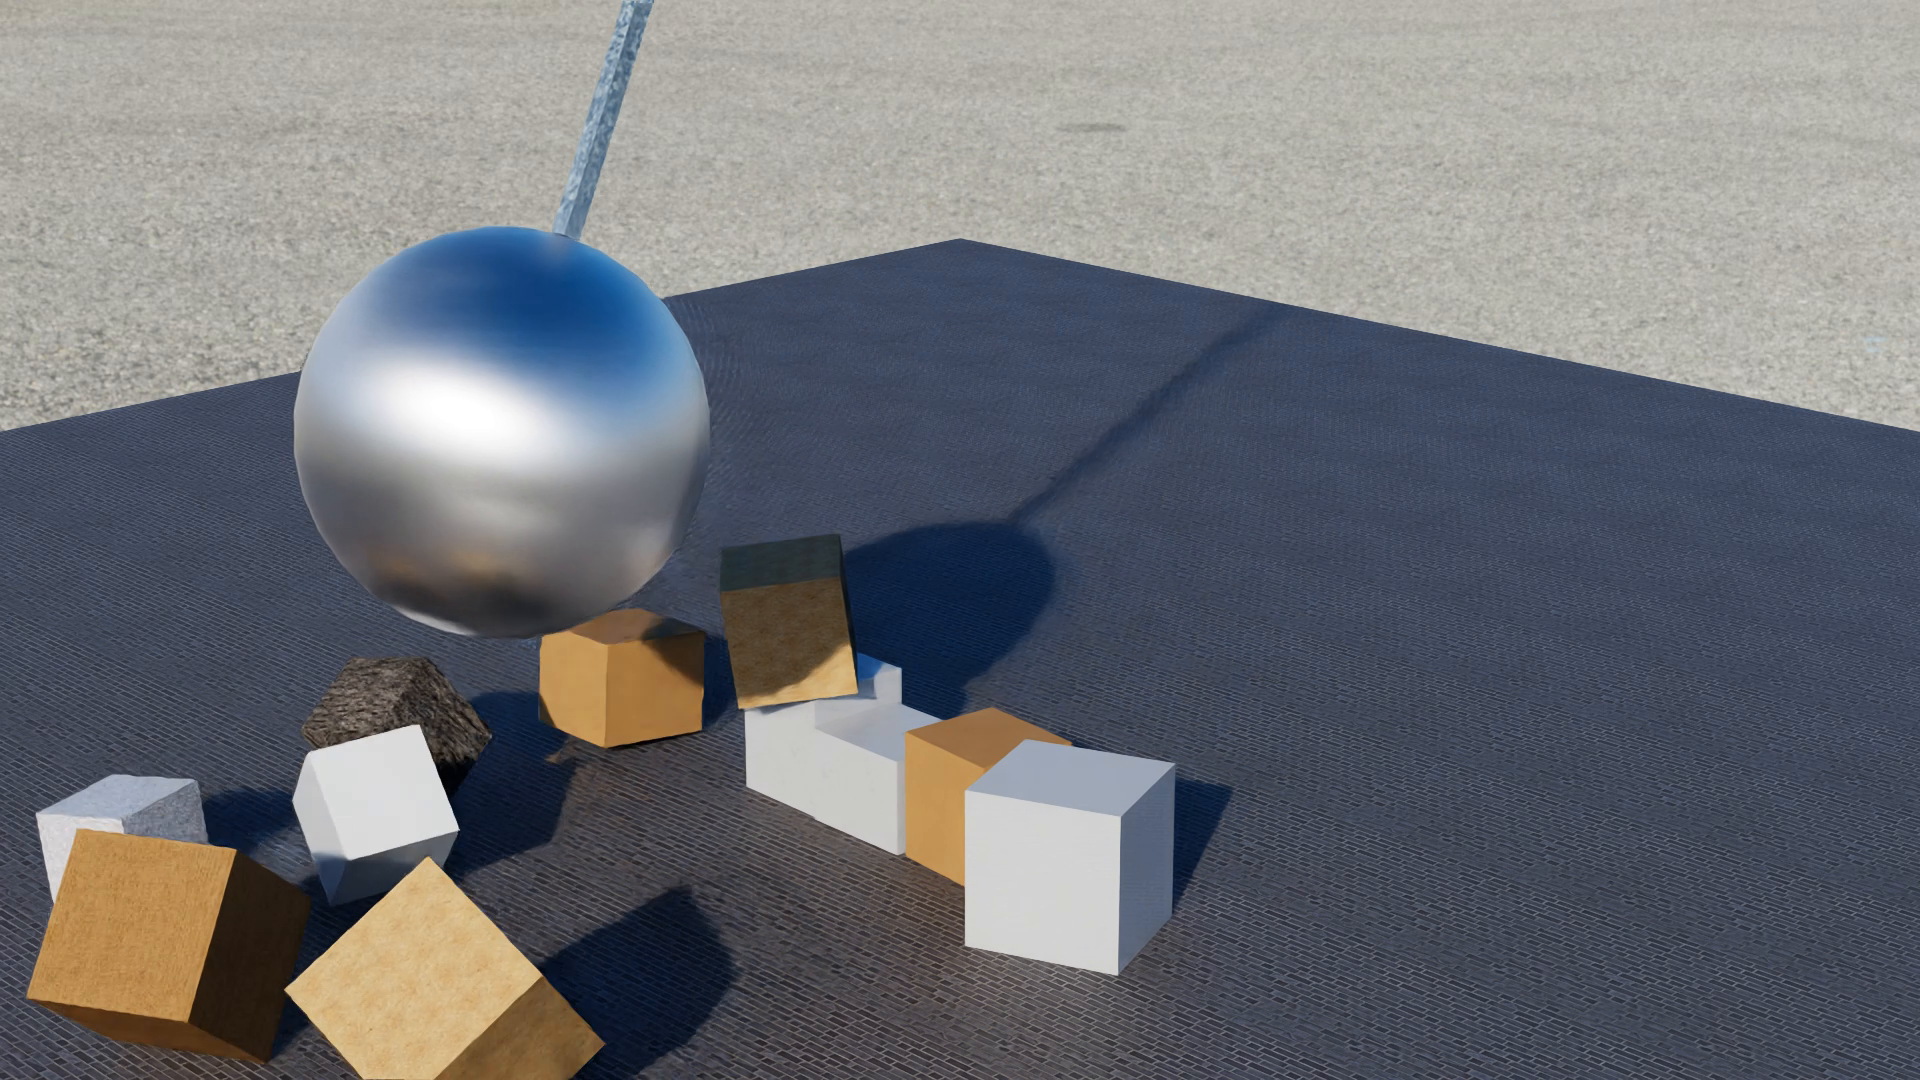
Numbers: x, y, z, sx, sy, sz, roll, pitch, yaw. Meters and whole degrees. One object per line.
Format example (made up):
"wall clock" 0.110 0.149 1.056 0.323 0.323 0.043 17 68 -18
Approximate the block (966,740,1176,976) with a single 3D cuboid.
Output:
"block" 0.482 1.369 12.772 0.711 0.728 0.658 8 19 23

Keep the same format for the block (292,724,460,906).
"block" -2.593 1.219 12.988 0.511 0.533 0.523 -14 -23 -27

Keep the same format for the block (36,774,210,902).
"block" -3.733 1.367 13.130 0.490 0.465 0.508 1 16 26

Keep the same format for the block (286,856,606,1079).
"block" -1.874 1.749 10.740 0.691 0.735 0.683 -44 61 -12

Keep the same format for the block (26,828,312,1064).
"block" -3.112 1.609 11.603 0.704 0.685 0.698 5 -21 16

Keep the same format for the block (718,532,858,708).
"block" -0.813 0.383 13.984 0.570 0.613 0.509 -7 24 0

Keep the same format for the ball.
"ball" -1.765 -0.411 11.362 1.600 1.600 1.600 0 17 0

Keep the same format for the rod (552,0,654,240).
"rod" -0.765 -3.661 11.389 0.080 5.200 0.080 17 -1 42

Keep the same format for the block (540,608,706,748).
"block" -1.741 0.701 15.092 0.612 0.532 0.579 -8 16 -42

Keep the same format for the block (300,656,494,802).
"block" -2.693 0.919 14.038 0.573 0.553 0.462 -3 45 40

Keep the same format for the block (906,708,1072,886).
"block" 0.128 1.196 13.504 0.516 0.621 0.574 -13 22 -36

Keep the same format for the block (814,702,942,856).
"block" -0.304 1.129 13.974 0.524 0.467 0.591 -16 23 -41

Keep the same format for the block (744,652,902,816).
"block" -0.669 0.921 14.369 0.552 0.626 0.535 -15 23 -40
